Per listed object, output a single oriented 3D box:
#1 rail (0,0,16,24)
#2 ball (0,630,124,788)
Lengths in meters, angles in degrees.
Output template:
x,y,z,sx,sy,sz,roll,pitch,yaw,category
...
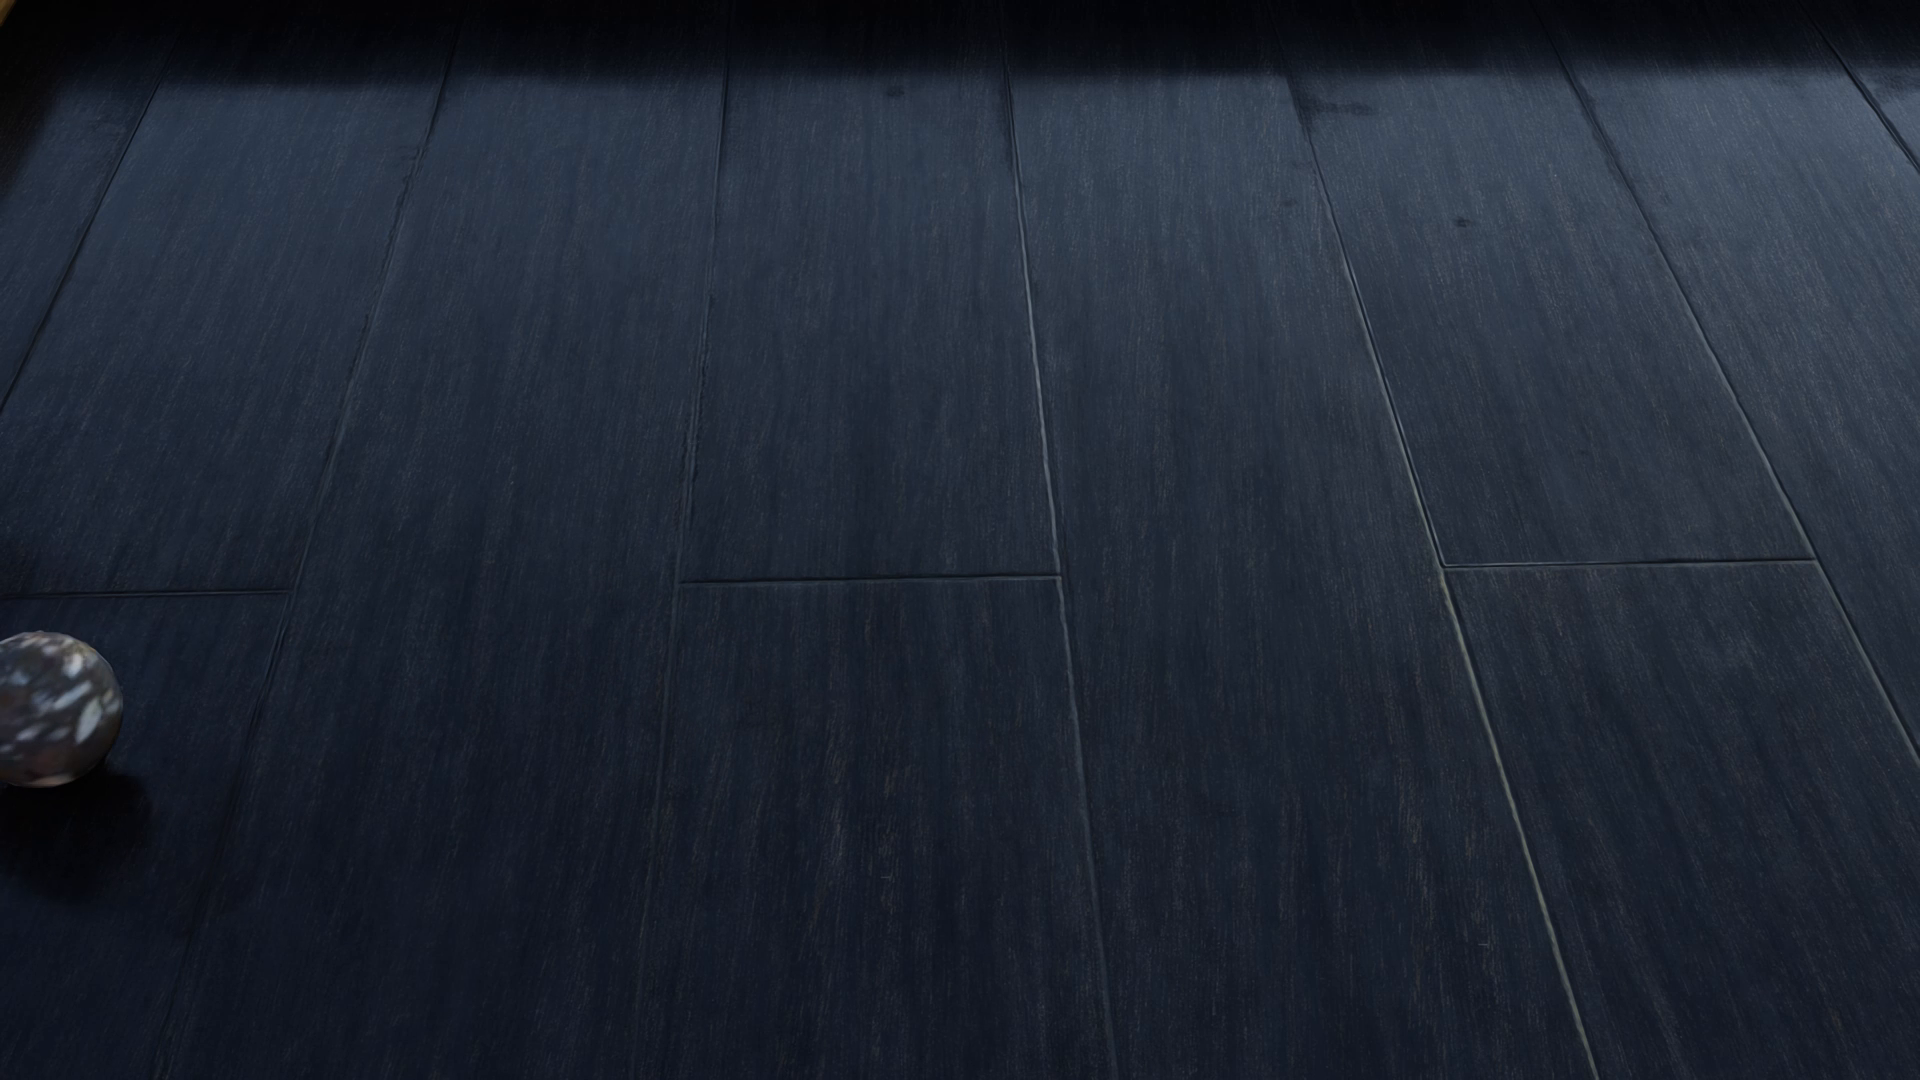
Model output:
x,y,z,sx,sy,sz,roll,pitch,yaw,category
-0.831,-0.004,1.614,0.045,0.120,1.988,-1,36,-2,rail
-0.537,0.099,1.498,0.092,0.092,0.092,0,36,0,ball
